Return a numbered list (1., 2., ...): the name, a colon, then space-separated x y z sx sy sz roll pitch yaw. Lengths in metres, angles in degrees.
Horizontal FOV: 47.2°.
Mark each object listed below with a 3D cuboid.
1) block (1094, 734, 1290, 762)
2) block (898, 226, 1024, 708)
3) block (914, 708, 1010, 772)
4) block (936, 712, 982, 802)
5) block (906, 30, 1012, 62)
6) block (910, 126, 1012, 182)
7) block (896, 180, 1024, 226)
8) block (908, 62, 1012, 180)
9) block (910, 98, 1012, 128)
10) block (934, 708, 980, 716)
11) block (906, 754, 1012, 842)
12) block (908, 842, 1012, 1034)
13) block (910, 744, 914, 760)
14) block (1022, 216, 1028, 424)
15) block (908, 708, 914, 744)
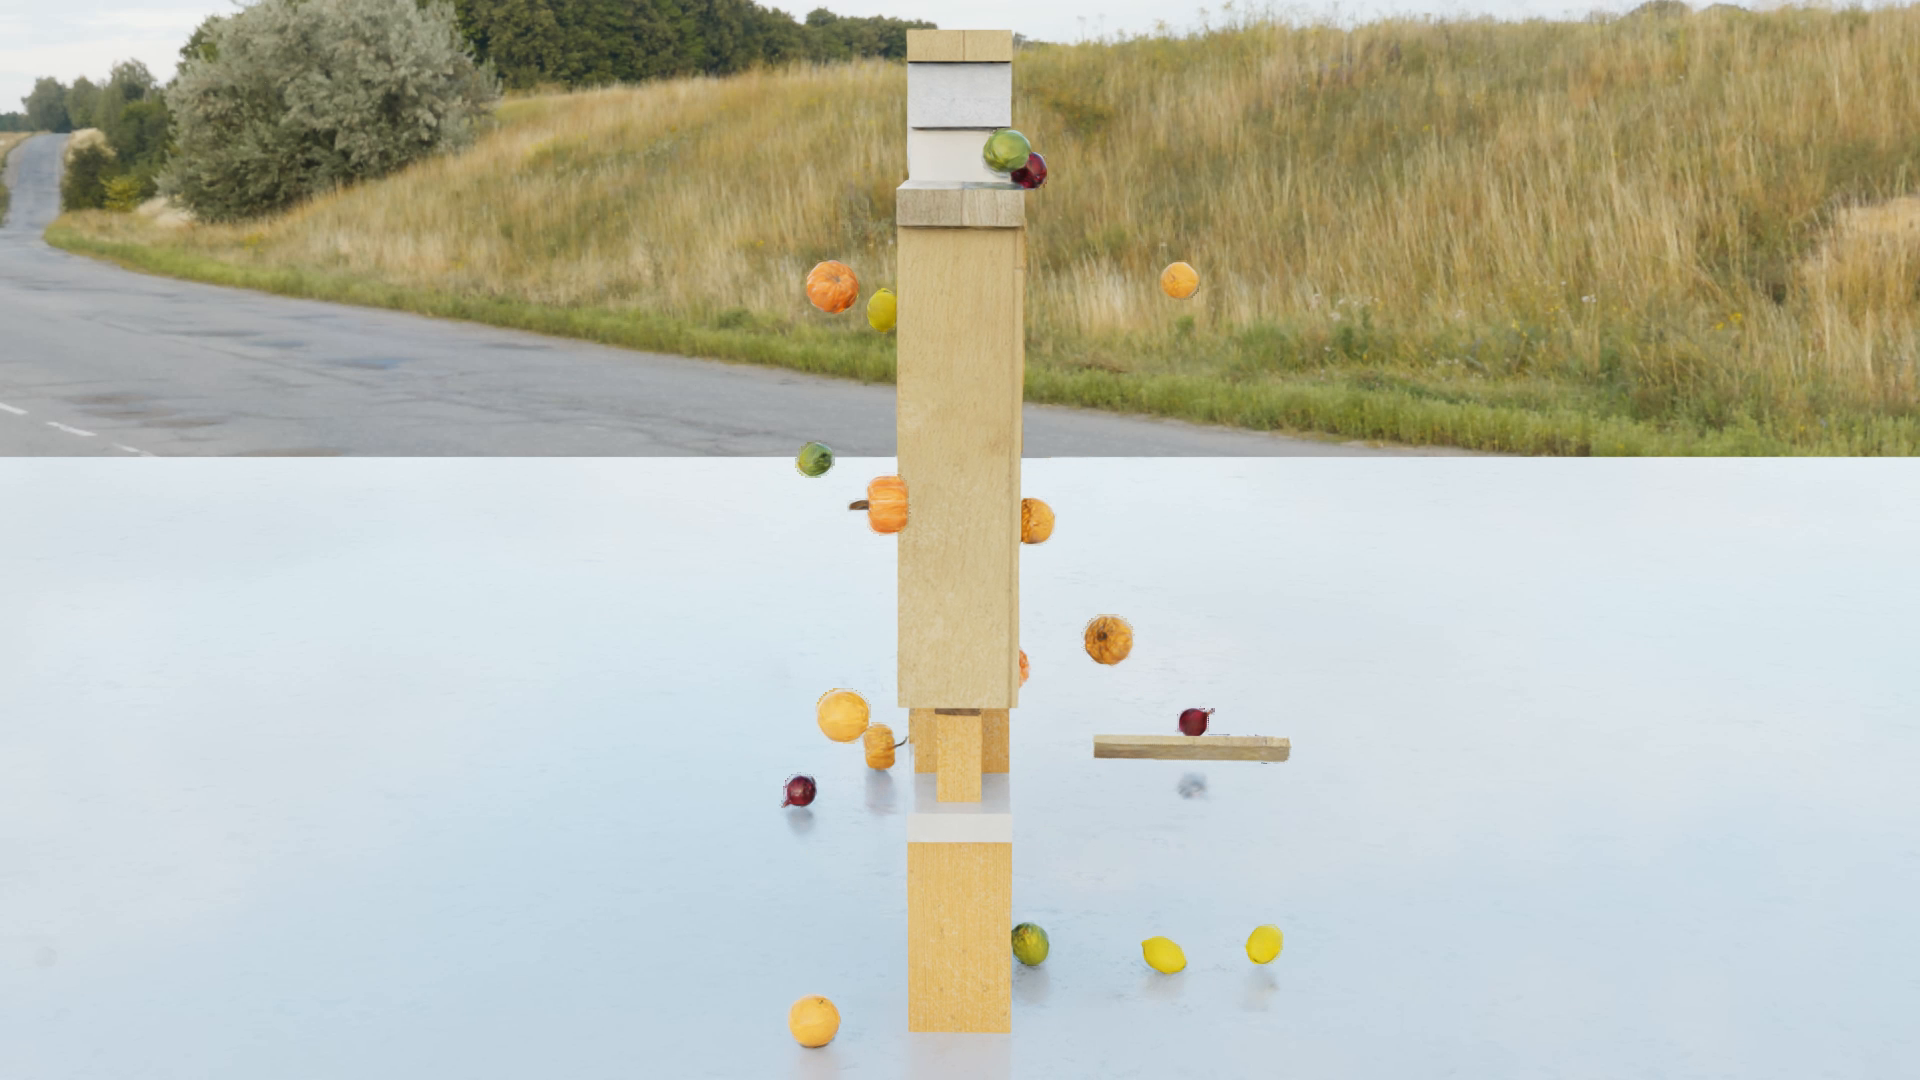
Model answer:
1. block: 0.324 0.292 3.091 0.273 0.014 0.049 1 -31 3
2. block: -0.001 -0.095 2.972 0.166 0.658 0.047 0 12 0
3. block: 0.003 0.200 3.200 0.138 0.276 0.039 0 11 0
4. block: -0.001 0.302 3.066 0.062 0.123 0.017 0 7 0
5. block: 0.000 -0.862 3.860 0.177 0.050 0.354 0 11 0
6. block: 0.002 -0.460 3.260 0.148 0.297 0.042 0 1 -1
7. block: 0.003 -0.462 3.007 0.166 0.047 0.331 1 11 1
8. block: 0.000 -0.642 3.782 0.177 0.354 0.050 0 10 1
9. block: 0.000 -0.649 3.345 0.148 0.042 0.297 0 11 0
10. block: 0.000 0.222 3.104 0.062 0.017 0.123 1 12 4
11. block: 0.000 0.369 3.160 0.145 0.041 0.290 0 11 0
12. block: 0.000 0.549 3.097 0.145 0.290 0.041 0 10 2
13. block: -0.003 0.461 3.515 0.155 0.310 0.044 0 11 0
14. block: 0.009 -0.295 3.147 0.166 0.331 0.047 1 12 -2
15. block: -0.003 0.268 3.584 0.155 0.044 0.310 0 11 0
